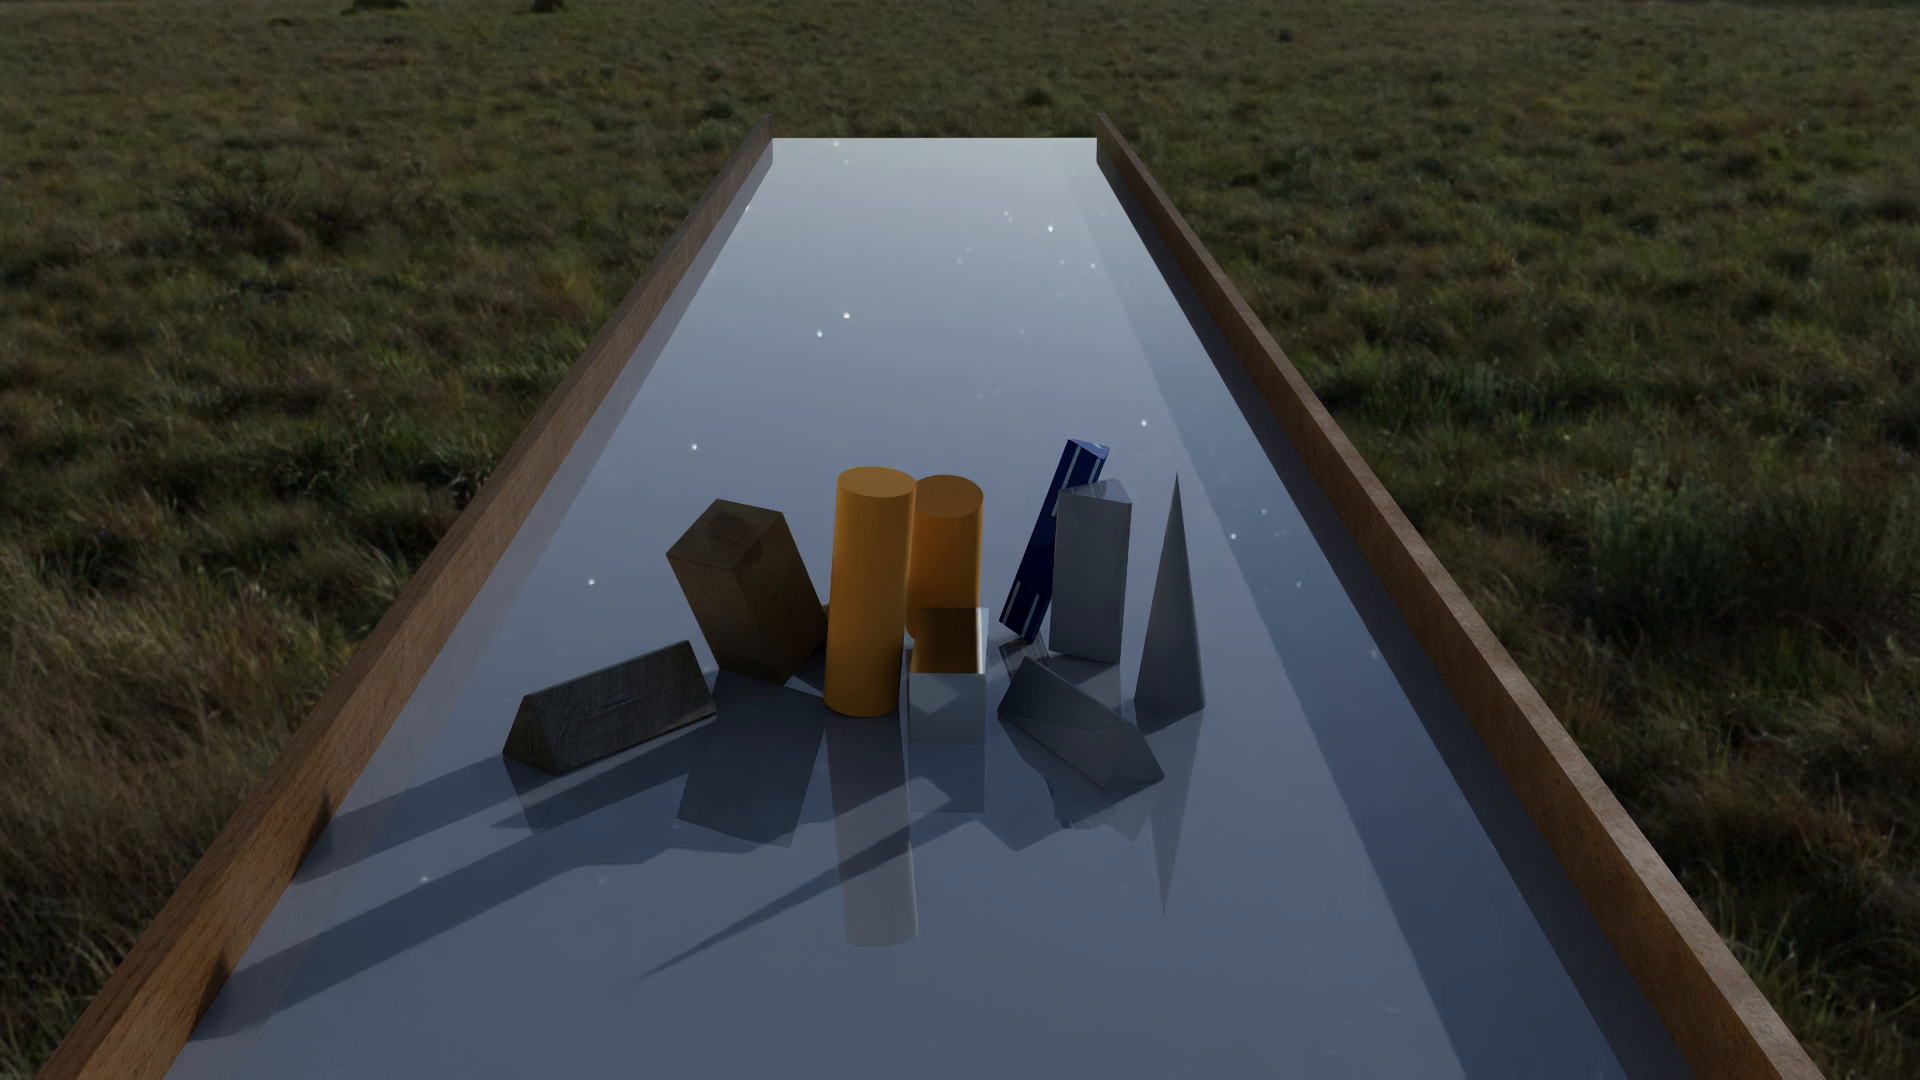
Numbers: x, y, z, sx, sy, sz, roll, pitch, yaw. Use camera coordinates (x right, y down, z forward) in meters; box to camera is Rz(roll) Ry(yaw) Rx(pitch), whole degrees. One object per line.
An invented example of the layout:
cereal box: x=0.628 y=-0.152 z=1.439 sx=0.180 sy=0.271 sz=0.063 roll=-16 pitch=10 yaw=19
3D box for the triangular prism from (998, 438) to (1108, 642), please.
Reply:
triangular prism: x=0.208 y=0.001 z=4.497 sx=0.095 sy=0.422 sz=0.082 roll=34 pitch=24 yaw=32

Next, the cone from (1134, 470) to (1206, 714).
cone: x=0.401 y=0.089 z=4.127 sx=0.139 sy=0.455 sz=0.139 roll=0 pitch=17 yaw=0

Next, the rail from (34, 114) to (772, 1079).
rail: x=-1.118 y=-0.838 z=7.780 sx=0.050 sy=0.150 sz=12.000 roll=0 pitch=17 yaw=-1

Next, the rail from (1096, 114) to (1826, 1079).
rail: x=0.932 y=-0.844 z=7.801 sx=0.050 sy=0.150 sz=12.000 roll=0 pitch=17 yaw=-1

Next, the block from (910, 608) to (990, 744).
block: x=-0.017 y=0.251 z=4.145 sx=0.136 sy=0.136 sz=0.374 roll=1 pitch=17 yaw=2

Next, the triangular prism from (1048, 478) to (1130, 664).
triangular prism: x=0.280 y=0.056 z=4.417 sx=0.150 sy=0.341 sz=0.130 roll=11 pitch=22 yaw=21

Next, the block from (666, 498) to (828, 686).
block: x=-0.408 y=0.101 z=4.275 sx=0.167 sy=0.306 sz=0.167 roll=12 pitch=47 yaw=34

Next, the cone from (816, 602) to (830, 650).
cone: x=-0.332 y=0.180 z=4.503 sx=0.357 sy=0.138 sz=0.138 roll=-4 pitch=13 yaw=27

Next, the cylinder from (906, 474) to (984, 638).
cylinder: x=-0.033 y=0.044 z=4.453 sx=0.151 sy=0.325 sz=0.151 roll=1 pitch=36 yaw=-1

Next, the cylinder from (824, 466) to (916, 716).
cylinder: x=-0.169 y=0.098 z=4.085 sx=0.144 sy=0.447 sz=0.144 roll=4 pitch=24 yaw=-2

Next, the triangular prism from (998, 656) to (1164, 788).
triangular prism: x=0.213 y=0.318 z=3.963 sx=0.121 sy=0.105 sz=0.408 roll=-7 pitch=18 yaw=-25
